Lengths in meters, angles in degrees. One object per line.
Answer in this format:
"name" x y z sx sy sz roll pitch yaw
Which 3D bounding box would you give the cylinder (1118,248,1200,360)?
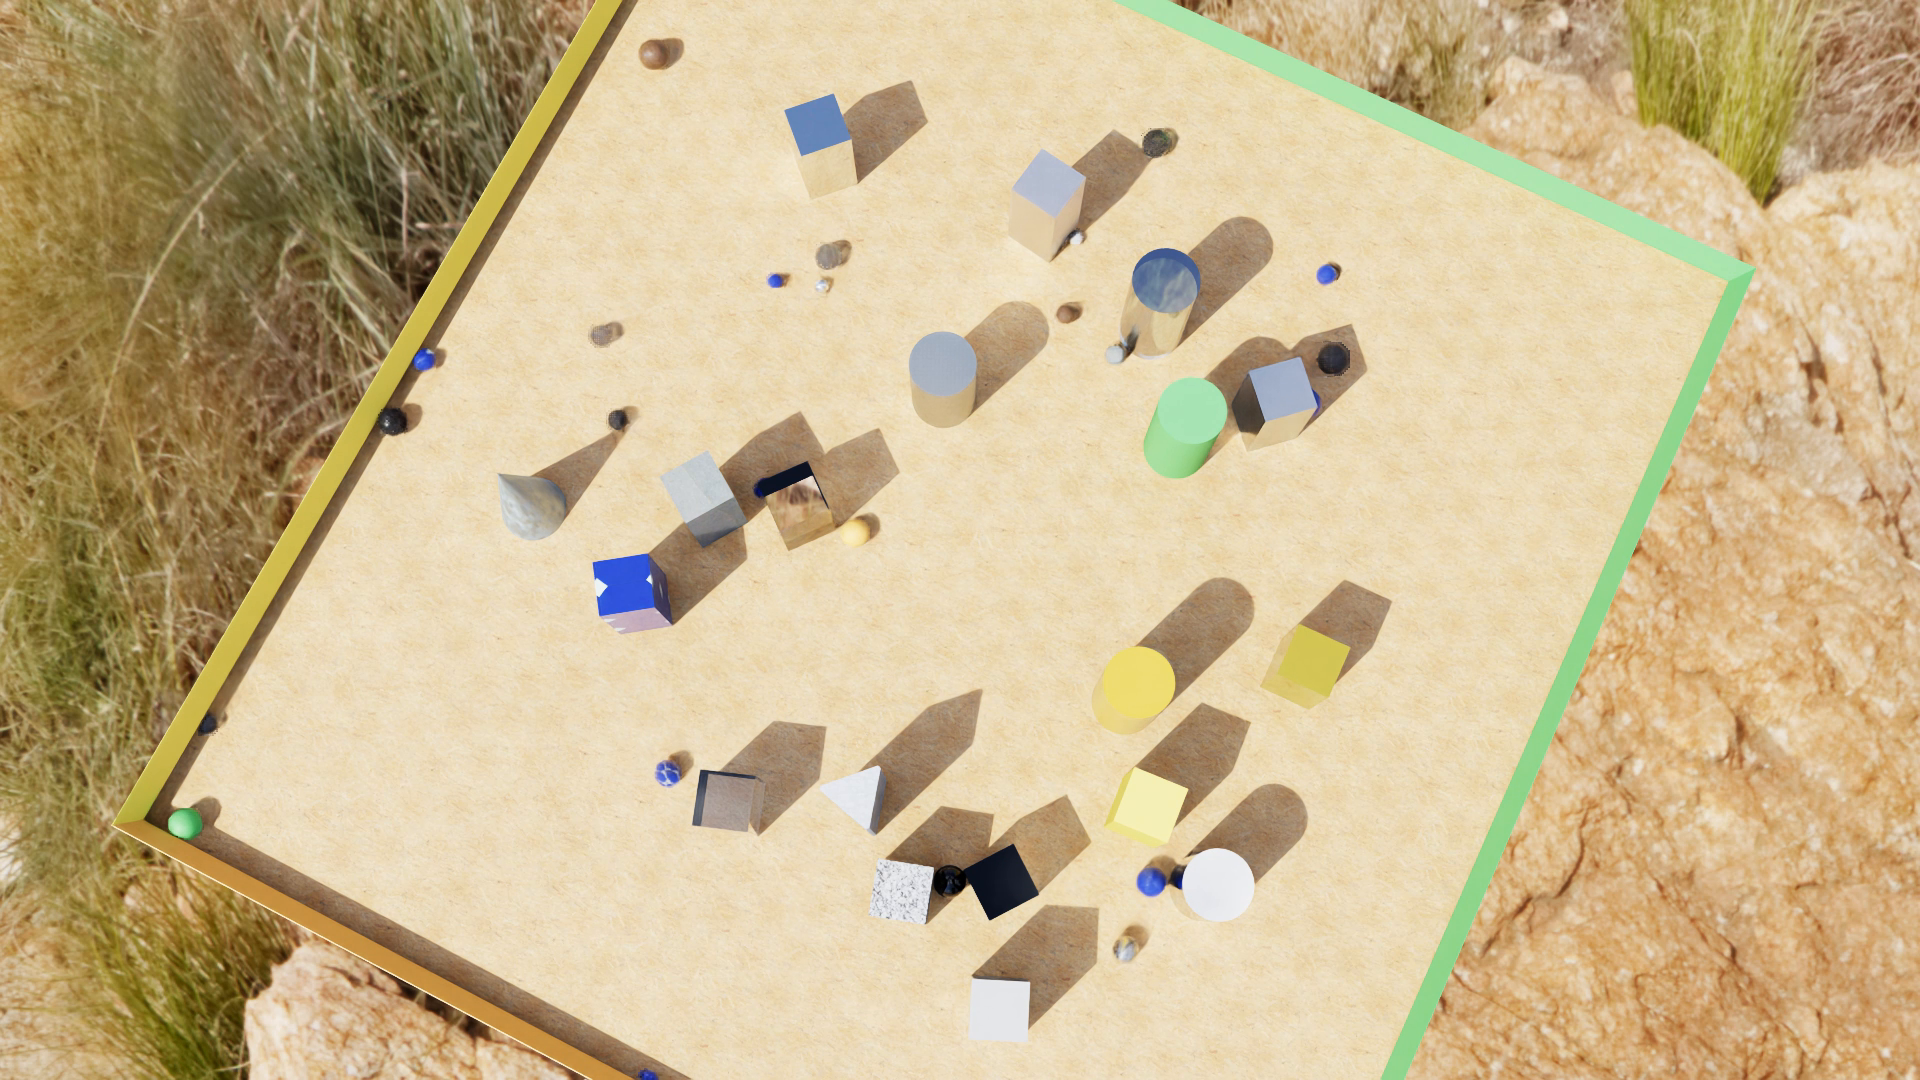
"cylinder" 0.598 -0.707 5.534 0.200 0.449 0.200 0 78 0

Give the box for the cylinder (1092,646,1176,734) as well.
"cylinder" 0.495 0.440 5.292 0.200 0.458 0.200 0 78 0

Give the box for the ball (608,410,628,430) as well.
"ball" -1.057 -0.373 5.661 0.063 0.063 0.063 0 78 0

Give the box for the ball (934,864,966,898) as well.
"ball" -0.030 0.999 5.361 0.096 0.096 0.096 0 78 0

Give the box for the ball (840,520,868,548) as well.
"ball" -0.320 -0.019 5.577 0.085 0.085 0.085 0 78 0

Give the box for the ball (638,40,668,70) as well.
"ball" -0.985 -1.559 5.890 0.098 0.098 0.098 0 78 0

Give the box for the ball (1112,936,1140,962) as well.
"ball" 0.482 1.190 5.330 0.078 0.078 0.078 0 78 0

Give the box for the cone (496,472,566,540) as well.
"cone" -1.310 -0.143 5.410 0.200 0.462 0.200 0 78 0

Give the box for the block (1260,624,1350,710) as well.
"block" 1.011 0.376 5.383 0.160 0.305 0.160 25 79 5

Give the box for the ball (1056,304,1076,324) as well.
"ball" 0.332 -0.706 5.731 0.061 0.061 0.061 0 78 0

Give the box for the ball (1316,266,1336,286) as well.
"ball" 1.149 -0.832 5.756 0.063 0.063 0.063 0 78 0

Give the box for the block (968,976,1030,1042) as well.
"block" 0.108 1.321 5.174 0.160 0.331 0.160 3 78 1

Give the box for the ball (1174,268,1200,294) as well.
"ball" 0.713 -0.813 5.743 0.083 0.083 0.083 0 78 0

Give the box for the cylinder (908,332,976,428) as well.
"cylinder" -0.050 -0.480 5.537 0.200 0.351 0.200 0 78 0

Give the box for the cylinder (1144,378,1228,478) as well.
"cylinder" 0.667 -0.329 5.468 0.200 0.424 0.200 0 78 0

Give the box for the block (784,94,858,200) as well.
"block" -0.429 -1.218 5.694 0.160 0.343 0.160 -20 79 -4

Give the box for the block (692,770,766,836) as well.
"block" -0.668 0.765 5.319 0.160 0.274 0.160 7 78 1

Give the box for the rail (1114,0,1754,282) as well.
"rail" 0.822 -1.603 5.881 3.639 0.130 0.045 26 80 5

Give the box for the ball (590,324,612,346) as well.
"ball" -1.117 -0.637 5.714 0.068 0.068 0.068 0 78 0

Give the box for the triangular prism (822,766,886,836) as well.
"triangular prism" -0.270 0.723 5.244 0.173 0.437 0.150 40 81 8

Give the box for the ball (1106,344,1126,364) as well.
"ball" 0.483 -0.576 5.704 0.062 0.062 0.062 0 78 0

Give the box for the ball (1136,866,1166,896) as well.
"ball" 0.560 1.000 5.365 0.088 0.088 0.088 0 78 0

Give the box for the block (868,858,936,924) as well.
"block" -0.165 1.013 5.271 0.160 0.266 0.160 9 78 2

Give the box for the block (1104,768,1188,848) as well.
"block" 0.530 0.773 5.270 0.160 0.365 0.160 22 79 4

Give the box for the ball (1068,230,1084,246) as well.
"ball" 0.366 -0.955 5.791 0.046 0.046 0.046 0 78 0

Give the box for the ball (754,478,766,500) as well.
"ball" -0.597 -0.157 5.615 0.067 0.067 0.067 0 78 0

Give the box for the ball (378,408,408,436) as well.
"ball" -1.748 -0.363 5.648 0.086 0.086 0.086 0 78 0

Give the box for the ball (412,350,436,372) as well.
"ball" -1.666 -0.558 5.697 0.068 0.068 0.068 0 78 0

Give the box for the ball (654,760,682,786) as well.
"ball" -0.867 0.691 5.433 0.079 0.079 0.079 0 78 0

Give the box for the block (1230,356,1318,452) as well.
"block" 0.942 -0.404 5.518 0.160 0.358 0.160 -16 79 -3

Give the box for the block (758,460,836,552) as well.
"block" -0.485 -0.099 5.486 0.160 0.296 0.160 -24 79 -5

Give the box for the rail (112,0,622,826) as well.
"rail" -1.606 -0.780 5.711 0.045 0.130 3.725 26 80 5

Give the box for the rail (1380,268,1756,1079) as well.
"rail" 1.606 0.793 5.385 0.045 0.130 3.725 26 80 5

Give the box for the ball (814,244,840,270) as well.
"ball" -0.416 -0.889 5.758 0.083 0.083 0.083 0 78 0

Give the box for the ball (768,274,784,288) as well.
"ball" -0.579 -0.813 5.761 0.047 0.047 0.047 0 78 0

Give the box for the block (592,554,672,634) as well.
"block" -0.963 0.162 5.410 0.160 0.340 0.160 -9 78 -2

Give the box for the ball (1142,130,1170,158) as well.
"ball" 0.623 -1.261 5.833 0.088 0.088 0.088 0 78 0

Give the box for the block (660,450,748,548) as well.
"block" -0.759 -0.118 5.459 0.160 0.356 0.160 -30 80 -6

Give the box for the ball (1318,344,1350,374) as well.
"ball" 1.157 -0.561 5.683 0.097 0.097 0.097 0 78 0

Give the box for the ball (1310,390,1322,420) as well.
"ball" 1.065 -0.419 5.653 0.100 0.100 0.100 0 78 0

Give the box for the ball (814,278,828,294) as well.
"ball" -0.437 -0.797 5.758 0.046 0.046 0.046 0 78 0

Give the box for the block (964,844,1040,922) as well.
"block" 0.117 0.989 5.283 0.160 0.253 0.160 -27 80 -5

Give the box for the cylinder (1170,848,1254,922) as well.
"cylinder" 0.716 0.990 5.242 0.200 0.332 0.200 0 78 0

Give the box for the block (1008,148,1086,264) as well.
"block" 0.263 -1.023 5.635 0.160 0.380 0.160 35 80 7

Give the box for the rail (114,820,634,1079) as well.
"rail" -0.822 1.617 5.214 3.639 0.130 0.045 26 80 5

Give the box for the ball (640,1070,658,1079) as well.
"ball" -0.894 1.553 5.267 0.055 0.055 0.055 0 78 0

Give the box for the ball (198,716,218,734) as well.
"ball" -2.248 0.554 5.474 0.055 0.055 0.055 0 78 0

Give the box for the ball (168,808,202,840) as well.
"ball" -2.282 0.835 5.397 0.092 0.092 0.092 0 78 0
